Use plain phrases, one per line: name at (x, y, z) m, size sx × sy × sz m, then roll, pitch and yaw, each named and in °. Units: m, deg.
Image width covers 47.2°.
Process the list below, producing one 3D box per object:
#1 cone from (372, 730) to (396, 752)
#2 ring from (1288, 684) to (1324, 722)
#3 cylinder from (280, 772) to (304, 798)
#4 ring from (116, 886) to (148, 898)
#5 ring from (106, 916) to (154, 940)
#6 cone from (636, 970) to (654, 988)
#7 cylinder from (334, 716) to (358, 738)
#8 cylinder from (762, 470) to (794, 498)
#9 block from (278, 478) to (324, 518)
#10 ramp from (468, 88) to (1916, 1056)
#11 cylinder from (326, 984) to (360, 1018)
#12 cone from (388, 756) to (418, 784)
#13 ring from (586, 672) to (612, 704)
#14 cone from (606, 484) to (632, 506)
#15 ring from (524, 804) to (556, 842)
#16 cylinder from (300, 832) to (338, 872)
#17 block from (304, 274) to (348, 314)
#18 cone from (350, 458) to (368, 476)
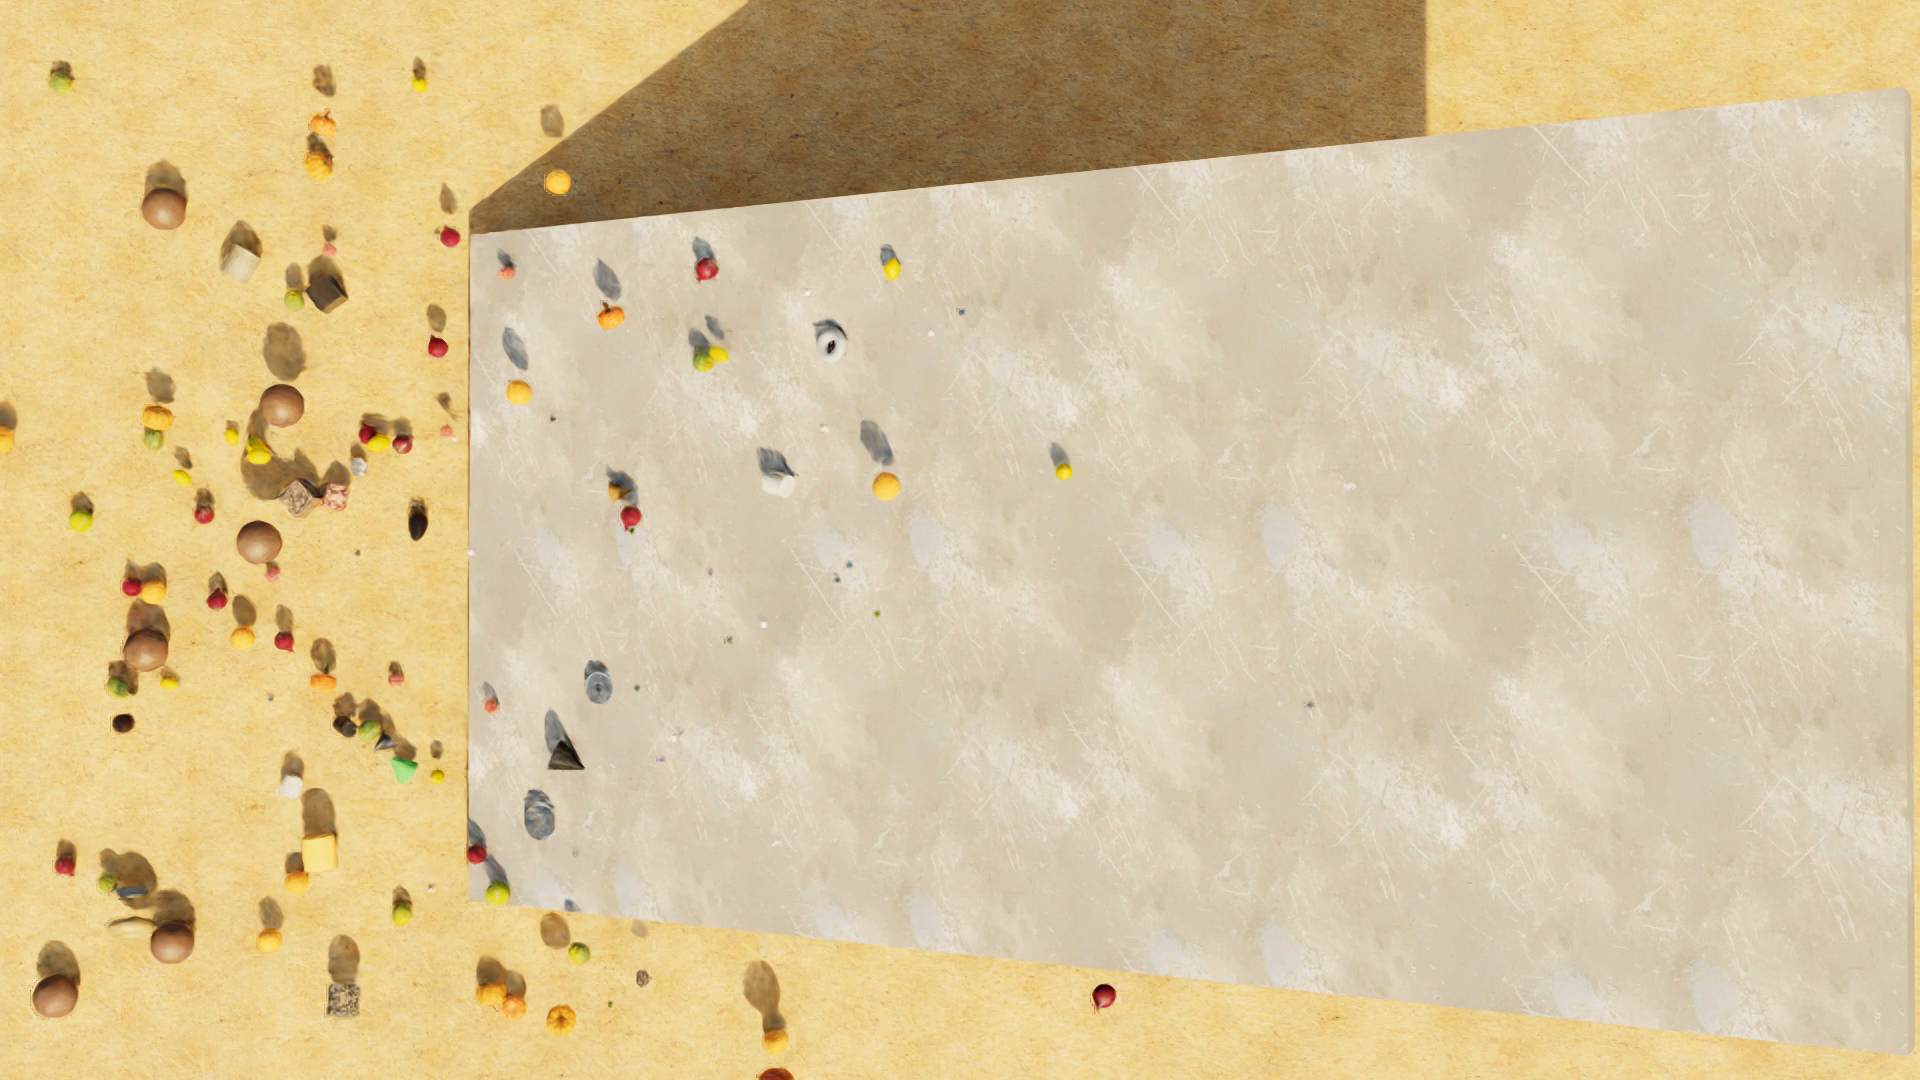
cone at (-1.749, 0.621, 6.639) m, size 0.067 × 0.067 × 0.067 m, roll -38°, pitch 90°, yaw -15°
ring at (0.823, 0.384, 5.203) m, size 0.093 × 0.031 × 0.093 m, roll -1°, pitch 98°, yaw -5°
cylinder at (-2.019, 0.741, 6.644) m, size 0.060 × 0.060 × 0.060 m, roll 18°, pitch 94°, yaw 0°
ring at (-2.492, 1.059, 6.623) m, size 0.092 × 0.092 × 0.031 m, roll -2°, pitch 81°, yaw 0°
ring at (-2.473, 1.157, 6.558) m, size 0.135 × 0.135 × 0.045 m, roll -9°, pitch 69°, yaw 0°
cone at (-0.931, 1.309, 6.563) m, size 0.052 × 0.052 × 0.052 m, roll -8°, pitch 74°, yaw 31°
cylinder at (-1.853, 0.562, 6.627) m, size 0.053 × 0.053 × 0.053 m, roll 25°, pitch 89°, yaw 42°
cylinder at (-0.494, -0.153, 5.978) m, size 0.063 × 0.063 × 0.063 m, roll 17°, pitch 89°, yaw 30°
block at (-1.989, -0.127, 6.637) m, size 0.083 × 0.083 × 0.083 m, roll -43°, pitch 87°, yaw 4°
ramp at (0.265, 0.073, 5.614) m, size 4.000 × 0.100 × 2.000 m, roll 0°, pitch 89°, yaw 31°
cylinder at (-1.845, 1.378, 6.579) m, size 0.089 × 0.089 × 0.089 m, roll 1°, pitch 72°, yaw 0°
cone at (-1.691, 0.677, 6.624) m, size 0.082 × 0.082 × 0.082 m, roll -43°, pitch 121°, yaw 0°
ring at (-1.036, 0.427, 6.317) m, size 0.095 × 0.032 × 0.095 m, roll 2°, pitch 93°, yaw 34°
cone at (-0.965, -0.138, 6.282) m, size 0.062 × 0.062 × 0.062 m, roll -16°, pitch 89°, yaw 21°
ring at (-1.226, 0.824, 6.425) m, size 0.111 × 0.037 × 0.111 m, roll 0°, pitch 90°, yaw 32°
cylinder at (-1.921, 0.938, 6.596) m, size 0.099 × 0.099 × 0.099 m, roll -7°, pitch 93°, yaw 0°
block at (-1.917, -0.743, 6.656) m, size 0.081 × 0.081 × 0.081 m, roll -36°, pitch 90°, yaw 0°
cone at (-1.836, -0.216, 6.667) m, size 0.059 × 0.059 × 0.059 m, roll 7°, pitch 79°, yaw -41°
